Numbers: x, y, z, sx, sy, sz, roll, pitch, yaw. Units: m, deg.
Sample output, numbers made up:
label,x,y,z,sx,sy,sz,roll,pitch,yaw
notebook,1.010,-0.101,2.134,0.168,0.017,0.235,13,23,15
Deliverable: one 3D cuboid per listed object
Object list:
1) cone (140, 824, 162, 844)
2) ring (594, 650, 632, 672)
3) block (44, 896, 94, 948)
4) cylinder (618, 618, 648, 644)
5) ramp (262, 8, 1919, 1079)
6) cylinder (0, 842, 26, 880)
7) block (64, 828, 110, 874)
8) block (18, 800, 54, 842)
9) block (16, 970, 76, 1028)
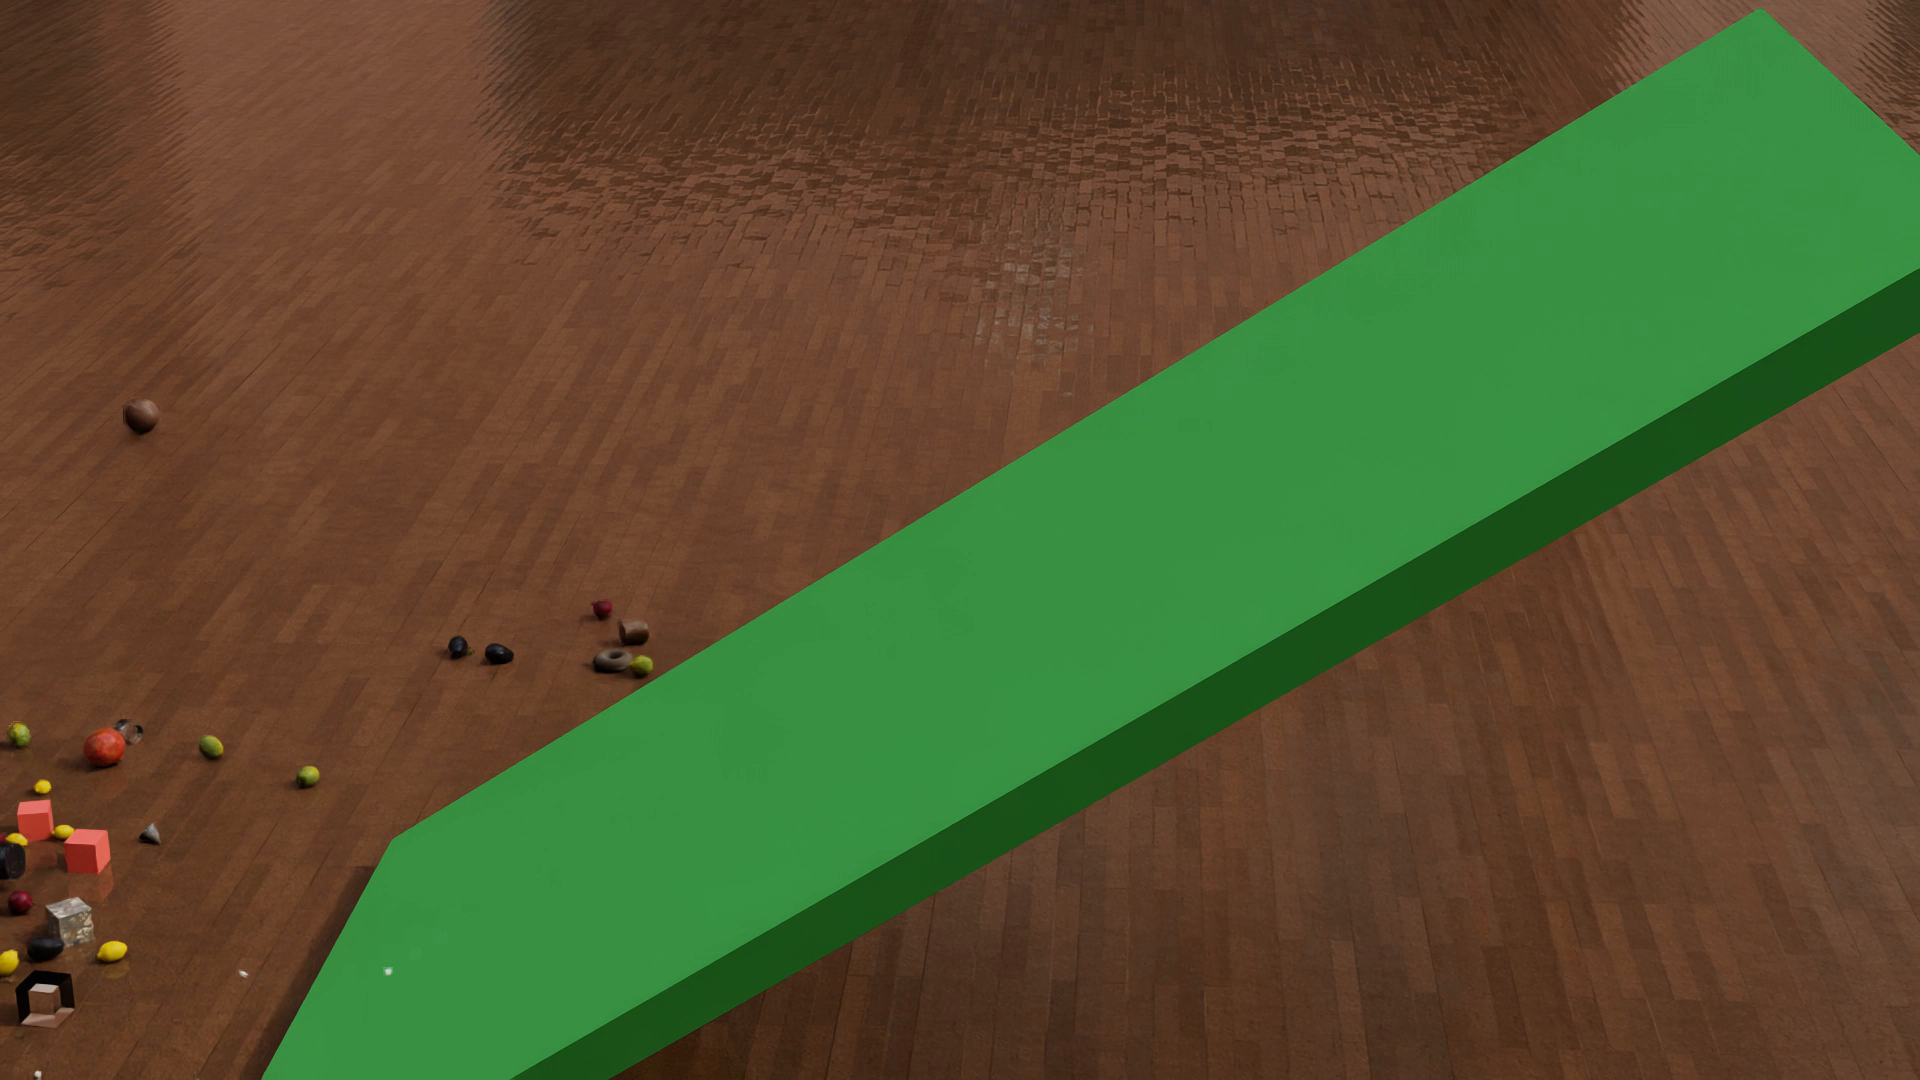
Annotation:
label,x,y,z,sx,sy,sz,roll,pitch,yaw
cone,-2.155,0.798,7.870,0.055,0.055,0.055,39,35,18
ring,-1.062,0.369,8.997,0.121,0.040,0.121,-1,20,0
block,-2.228,0.957,7.359,0.084,0.084,0.084,-16,26,-36
cylinder,-1.018,0.285,9.172,0.073,0.073,0.073,-9,22,-23
ramp,0.139,0.171,6.297,4.000,0.100,2.000,-31,16,14
cylinder,-2.481,0.831,7.593,0.097,0.097,0.097,-3,19,15
block,-2.293,0.818,7.730,0.085,0.085,0.085,2,21,6
block,-2.486,0.755,7.907,0.080,0.080,0.080,-4,21,-11
block,-2.173,1.090,6.989,0.094,0.094,0.094,4,21,11
